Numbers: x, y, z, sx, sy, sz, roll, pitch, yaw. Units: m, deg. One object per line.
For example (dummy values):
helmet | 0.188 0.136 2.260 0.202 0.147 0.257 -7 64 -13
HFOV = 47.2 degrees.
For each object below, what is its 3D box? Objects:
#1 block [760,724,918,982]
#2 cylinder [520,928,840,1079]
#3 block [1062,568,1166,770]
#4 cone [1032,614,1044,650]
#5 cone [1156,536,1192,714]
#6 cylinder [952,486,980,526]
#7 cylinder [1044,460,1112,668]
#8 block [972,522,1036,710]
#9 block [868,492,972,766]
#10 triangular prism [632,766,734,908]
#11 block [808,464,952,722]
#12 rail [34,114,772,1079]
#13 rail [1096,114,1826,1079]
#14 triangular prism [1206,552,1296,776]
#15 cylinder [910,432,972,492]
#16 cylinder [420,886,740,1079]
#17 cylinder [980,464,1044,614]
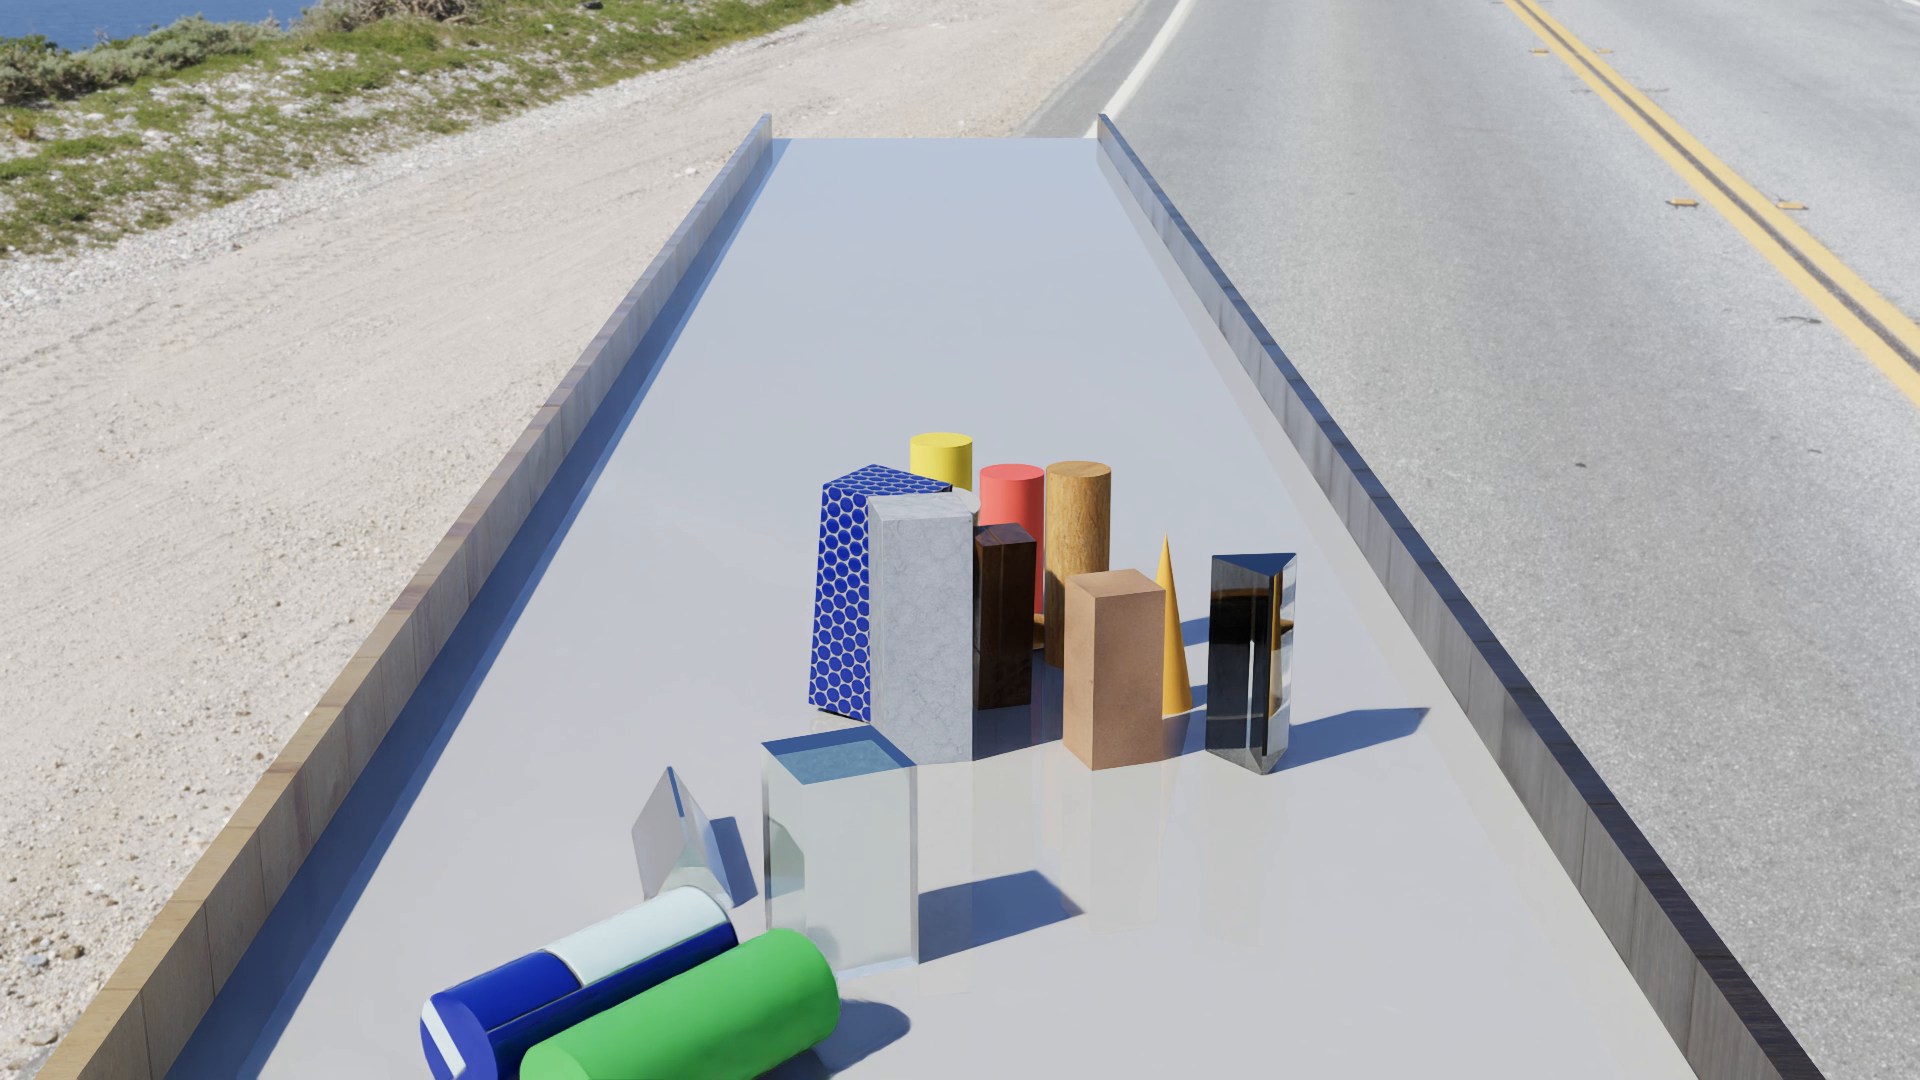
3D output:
block | -0.173 0.452 3.166 0.171 0.309 0.171 -7 18 -23
cylinder | -0.350 0.639 2.796 0.162 0.162 0.400 14 21 38
block | 0.272 0.228 3.898 0.134 0.320 0.134 -6 18 -19
cone | 0.181 0.186 4.490 0.414 0.126 0.126 1 14 -28
cone | 0.383 0.147 4.132 0.119 0.342 0.119 0 17 0
cylinder | -0.032 0.086 4.251 0.114 0.374 0.114 4 32 -2
cylinder | 0.232 0.050 4.365 0.128 0.395 0.128 0 17 0
block | 0.072 0.144 4.150 0.105 0.331 0.105 -5 22 -17
block | -0.071 0.158 3.899 0.158 0.454 0.158 -3 17 -11
triangular prism | -0.440 0.465 3.456 0.129 0.112 0.306 -3 17 -12
block | -0.149 0.102 4.098 0.173 0.433 0.173 15 22 26
rail | -1.118 -0.838 7.780 0.050 0.150 12.000 0 17 -1
rail | 0.932 -0.844 7.801 0.050 0.150 12.000 0 17 -1
triangular prism | 0.538 0.209 3.885 0.130 0.365 0.150 -12 20 -35
cylinder | -0.042 -0.067 4.890 0.138 0.321 0.138 0 17 0
cylinder | -0.496 0.602 2.920 0.160 0.160 0.413 14 22 39
cylinder | 0.110 0.004 4.673 0.137 0.308 0.137 0 17 0
